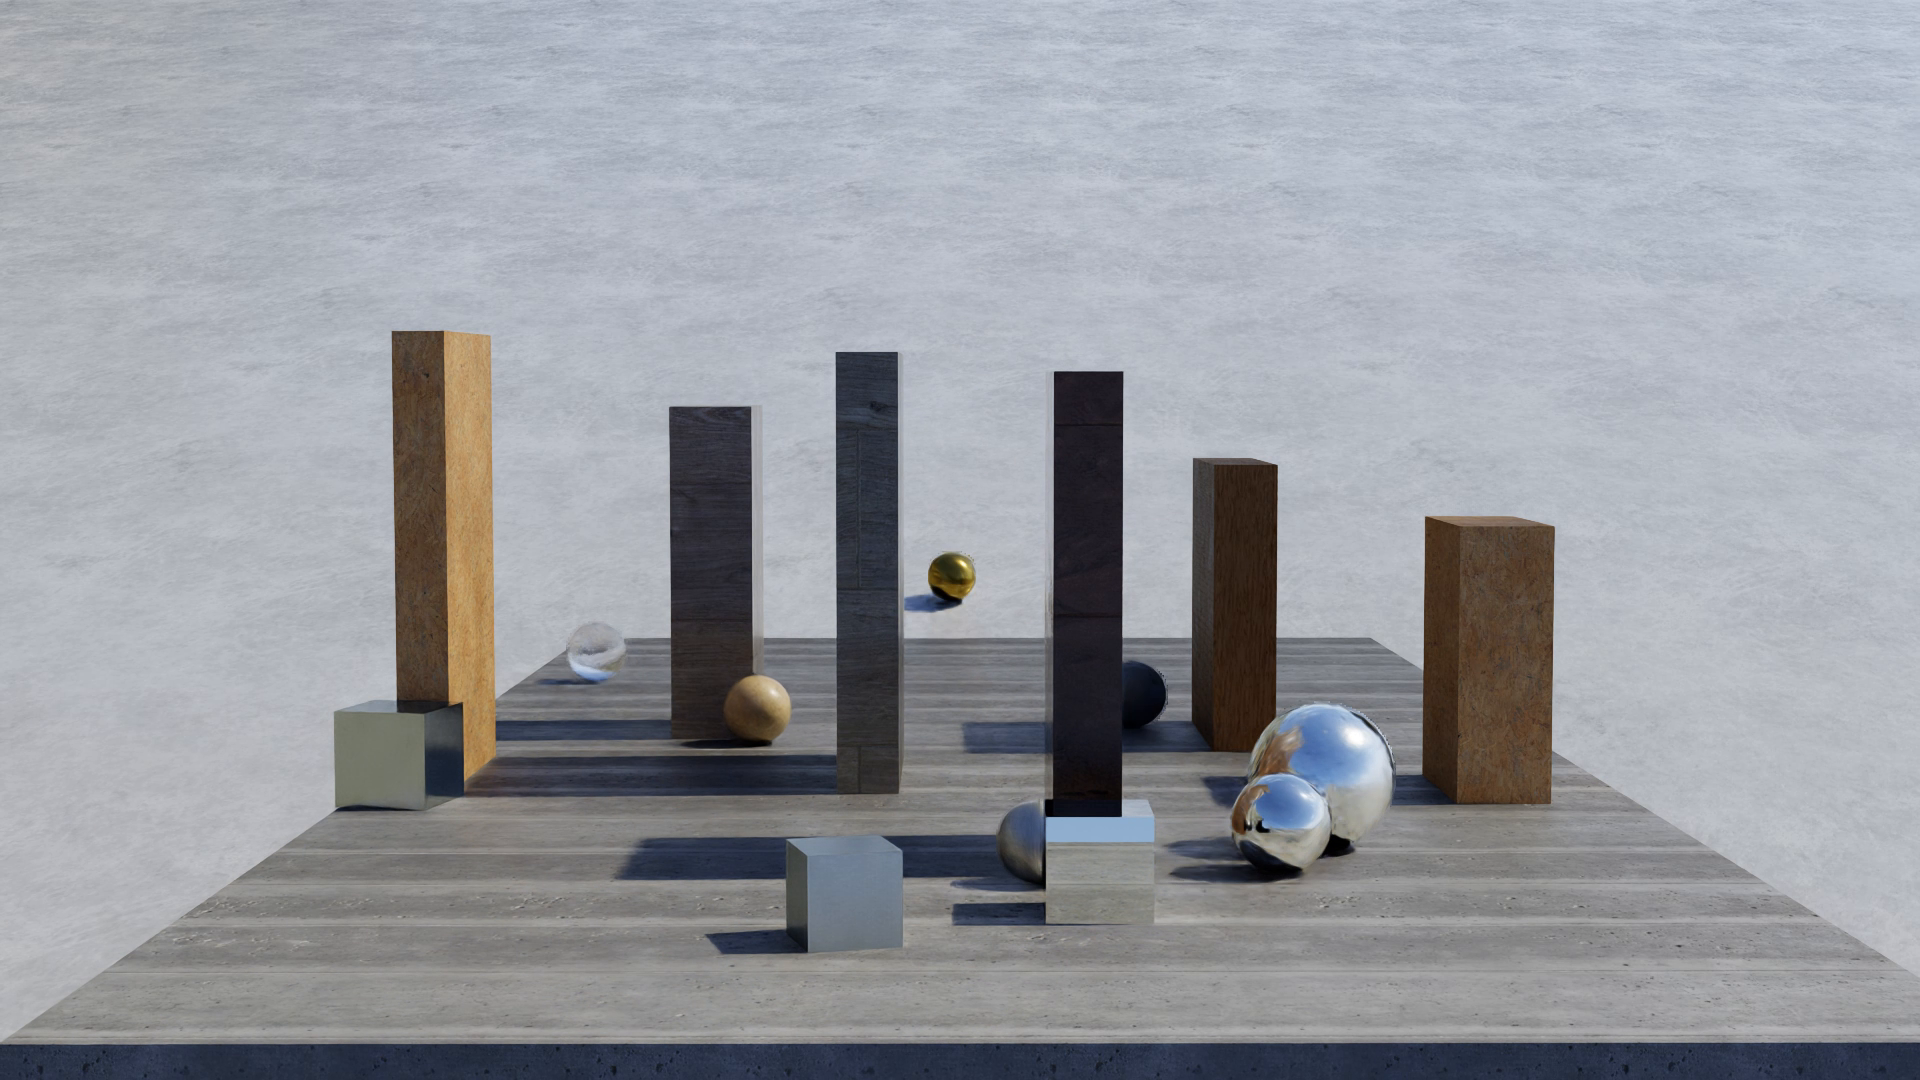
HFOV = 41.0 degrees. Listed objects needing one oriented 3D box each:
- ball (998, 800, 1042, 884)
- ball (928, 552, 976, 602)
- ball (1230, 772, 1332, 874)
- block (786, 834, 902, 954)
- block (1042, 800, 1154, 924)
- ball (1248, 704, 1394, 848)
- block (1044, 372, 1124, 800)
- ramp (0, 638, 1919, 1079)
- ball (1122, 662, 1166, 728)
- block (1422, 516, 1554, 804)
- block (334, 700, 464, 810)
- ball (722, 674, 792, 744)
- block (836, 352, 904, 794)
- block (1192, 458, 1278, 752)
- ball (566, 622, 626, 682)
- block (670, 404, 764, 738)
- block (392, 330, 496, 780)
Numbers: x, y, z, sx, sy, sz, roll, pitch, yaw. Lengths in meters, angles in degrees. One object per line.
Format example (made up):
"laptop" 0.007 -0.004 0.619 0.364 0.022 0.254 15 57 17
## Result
"ball" 0.102 0.393 3.340 0.108 0.108 0.108 0 20 0
"ball" -0.022 0.100 7.017 0.135 0.135 0.135 0 20 0
"ball" 0.426 0.375 3.407 0.134 0.134 0.134 0 20 0
"block" -0.136 0.412 2.999 0.112 0.112 0.112 -1 4 -16
"block" 0.169 0.393 3.148 0.130 0.130 0.130 0 4 0
"ball" 0.505 0.330 3.587 0.203 0.203 0.203 0 20 0
"block" 0.168 0.102 3.528 0.091 0.665 0.311 0 4 0
"ramp" 0.047 0.423 4.534 2.000 0.100 4.000 0 4 0
"ball" 0.327 0.291 4.844 0.124 0.124 0.124 0 20 0
"block" 0.840 0.184 4.098 0.145 0.429 0.295 0 4 0
"block" -0.870 0.332 3.990 0.148 0.148 0.148 1 4 12
"ball" -0.366 0.305 4.624 0.124 0.124 0.124 0 20 0
"block" -0.146 0.040 4.256 0.098 0.698 0.431 0 4 0
"block" 0.501 0.108 4.714 0.111 0.505 0.409 0 4 0
"ball" -0.791 0.244 5.584 0.127 0.127 0.127 0 20 0
"block" -0.452 0.052 4.804 0.149 0.606 0.270 0 4 0
"block" -0.851 0.024 4.256 0.083 0.731 0.407 0 4 0
